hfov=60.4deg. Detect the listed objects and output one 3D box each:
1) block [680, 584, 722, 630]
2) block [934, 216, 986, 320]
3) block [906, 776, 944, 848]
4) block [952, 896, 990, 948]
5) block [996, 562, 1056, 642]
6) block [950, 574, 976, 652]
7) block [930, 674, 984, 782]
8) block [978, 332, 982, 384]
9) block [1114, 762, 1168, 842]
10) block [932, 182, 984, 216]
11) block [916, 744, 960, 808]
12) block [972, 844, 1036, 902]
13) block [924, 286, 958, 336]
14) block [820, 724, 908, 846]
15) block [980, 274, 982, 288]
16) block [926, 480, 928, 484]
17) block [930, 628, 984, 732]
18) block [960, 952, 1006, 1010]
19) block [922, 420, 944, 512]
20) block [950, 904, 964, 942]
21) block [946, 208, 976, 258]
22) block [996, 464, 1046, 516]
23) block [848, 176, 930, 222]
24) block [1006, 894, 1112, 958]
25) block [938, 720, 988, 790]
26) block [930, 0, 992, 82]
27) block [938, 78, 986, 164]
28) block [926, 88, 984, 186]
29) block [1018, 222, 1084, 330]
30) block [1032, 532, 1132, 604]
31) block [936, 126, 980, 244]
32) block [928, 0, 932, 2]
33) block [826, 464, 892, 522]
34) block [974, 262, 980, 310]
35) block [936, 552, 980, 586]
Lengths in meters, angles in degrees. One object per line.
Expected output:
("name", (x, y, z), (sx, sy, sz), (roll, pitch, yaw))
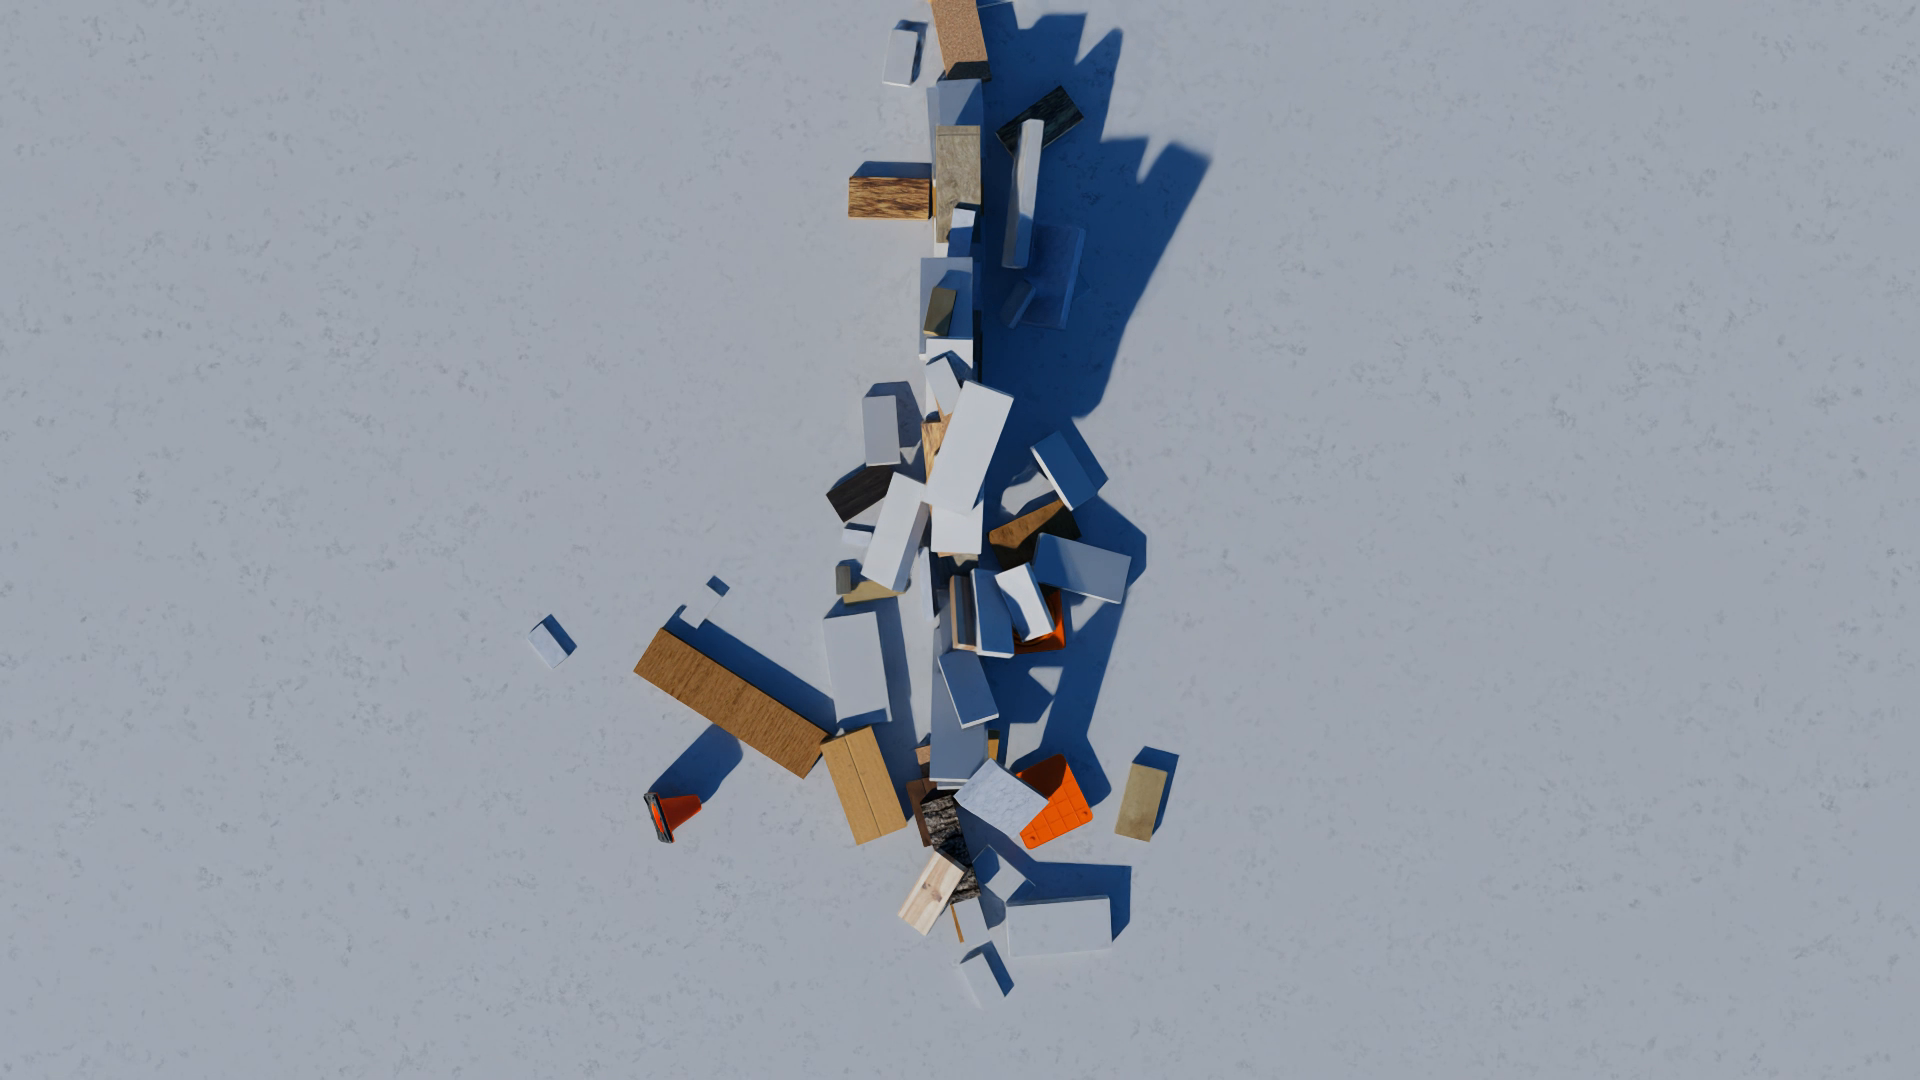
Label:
("block", (-0.862, 0.223, 5.490), (0.070, 0.020, 0.140), (39, 90, 0))
("block", (-0.002, -0.894, 5.420), (0.168, 0.048, 0.336), (1, 110, 0))
("block", (-0.097, 0.893, 5.452), (0.110, 0.031, 0.221), (-16, 93, 0))
("block", (0.036, 1.254, 5.464), (0.085, 0.024, 0.170), (-17, 90, 0))
("block", (0.214, 0.203, 5.379), (0.119, 0.034, 0.238), (-22, 92, 30))
("block", (0.034, 0.241, 5.388), (0.124, 0.035, 0.247), (10, 59, -25))
("block", (-0.007, 0.606, 5.321), (0.171, 0.048, 0.342), (2, 71, 0))
("block", (-0.005, -0.523, 5.346), (0.152, 0.043, 0.304), (1, 94, 0))
("block", (0.600, 0.872, 5.483), (0.120, 0.034, 0.239), (14, 90, 0))
("block", (-0.006, -1.131, 5.440), (0.168, 0.048, 0.336), (-2, 92, 0))
("block", (-0.068, 0.787, 5.484), (0.110, 0.031, 0.221), (-14, 90, 0))
("block", (0.138, 1.121, 5.485), (0.211, 0.030, 0.105), (41, 90, 0))
("block", (-0.061, -0.712, 5.145), (0.076, 0.021, 0.151), (10, 74, 6))
("block", (-0.319, 0.808, 5.449), (0.179, 0.051, 0.357), (-20, 96, -5))
("block", (0.000, -0.743, 5.428), (0.133, 0.038, 0.266), (1, 114, 0))
("block", (-0.035, -0.264, 5.239), (0.122, 0.035, 0.244), (8, 93, 2))
("block", (-0.006, 0.463, 5.421), (0.171, 0.048, 0.342), (2, 71, 0))
("block", (0.075, 1.467, 5.488), (0.085, 0.024, 0.170), (-27, 90, 0))
("block", (-0.035, -0.237, 5.170), (0.143, 0.040, 0.285), (-4, 109, 4))
("block", (0.020, 1.245, 5.488), (0.085, 0.024, 0.170), (-14, 90, 0))
("block", (0.001, -0.967, 5.293), (0.070, 0.020, 0.185), (8, 95, -1))
("block", (0.206, -0.167, 5.489), (0.081, 0.023, 0.161), (43, 90, 0))
("block", (-0.236, -1.134, 5.481), (0.265, 0.038, 0.133), (2, 90, 0))
("block", (0.327, 1.278, 5.459), (0.342, 0.048, 0.171), (-4, 94, -4))
("block", (0.006, 0.642, 5.411), (0.171, 0.048, 0.342), (-2, 71, -1))
("block", (0.004, -1.645, 5.442), (0.144, 0.041, 0.287), (-12, 90, 0))
("block", (0.006, -1.357, 5.356), (0.144, 0.041, 0.287), (-3, 74, -1))
("block", (-0.016, -1.323, 5.392), (0.168, 0.048, 0.336), (-4, 74, -1))
("block", (0.295, -0.872, 5.444), (0.165, 0.047, 0.330), (12, 90, 25))
("block", (0.395, 0.093, 5.435), (0.315, 0.045, 0.158), (15, 81, -11))
("block", (-0.006, -1.141, 5.296), (0.144, 0.041, 0.367), (0, 104, 0))
("block", (-0.067, -1.876, 5.487), (0.089, 0.025, 0.177), (23, 90, 0))
("block", (-0.321, -0.164, 5.484), (0.226, 0.032, 0.113), (-32, 90, 0))
("block", (0.000, -0.771, 5.356), (0.133, 0.038, 0.266), (1, 102, 0))
("block", (-0.012, 0.011, 5.440), (0.133, 0.038, 0.266), (-6, 108, 1))
